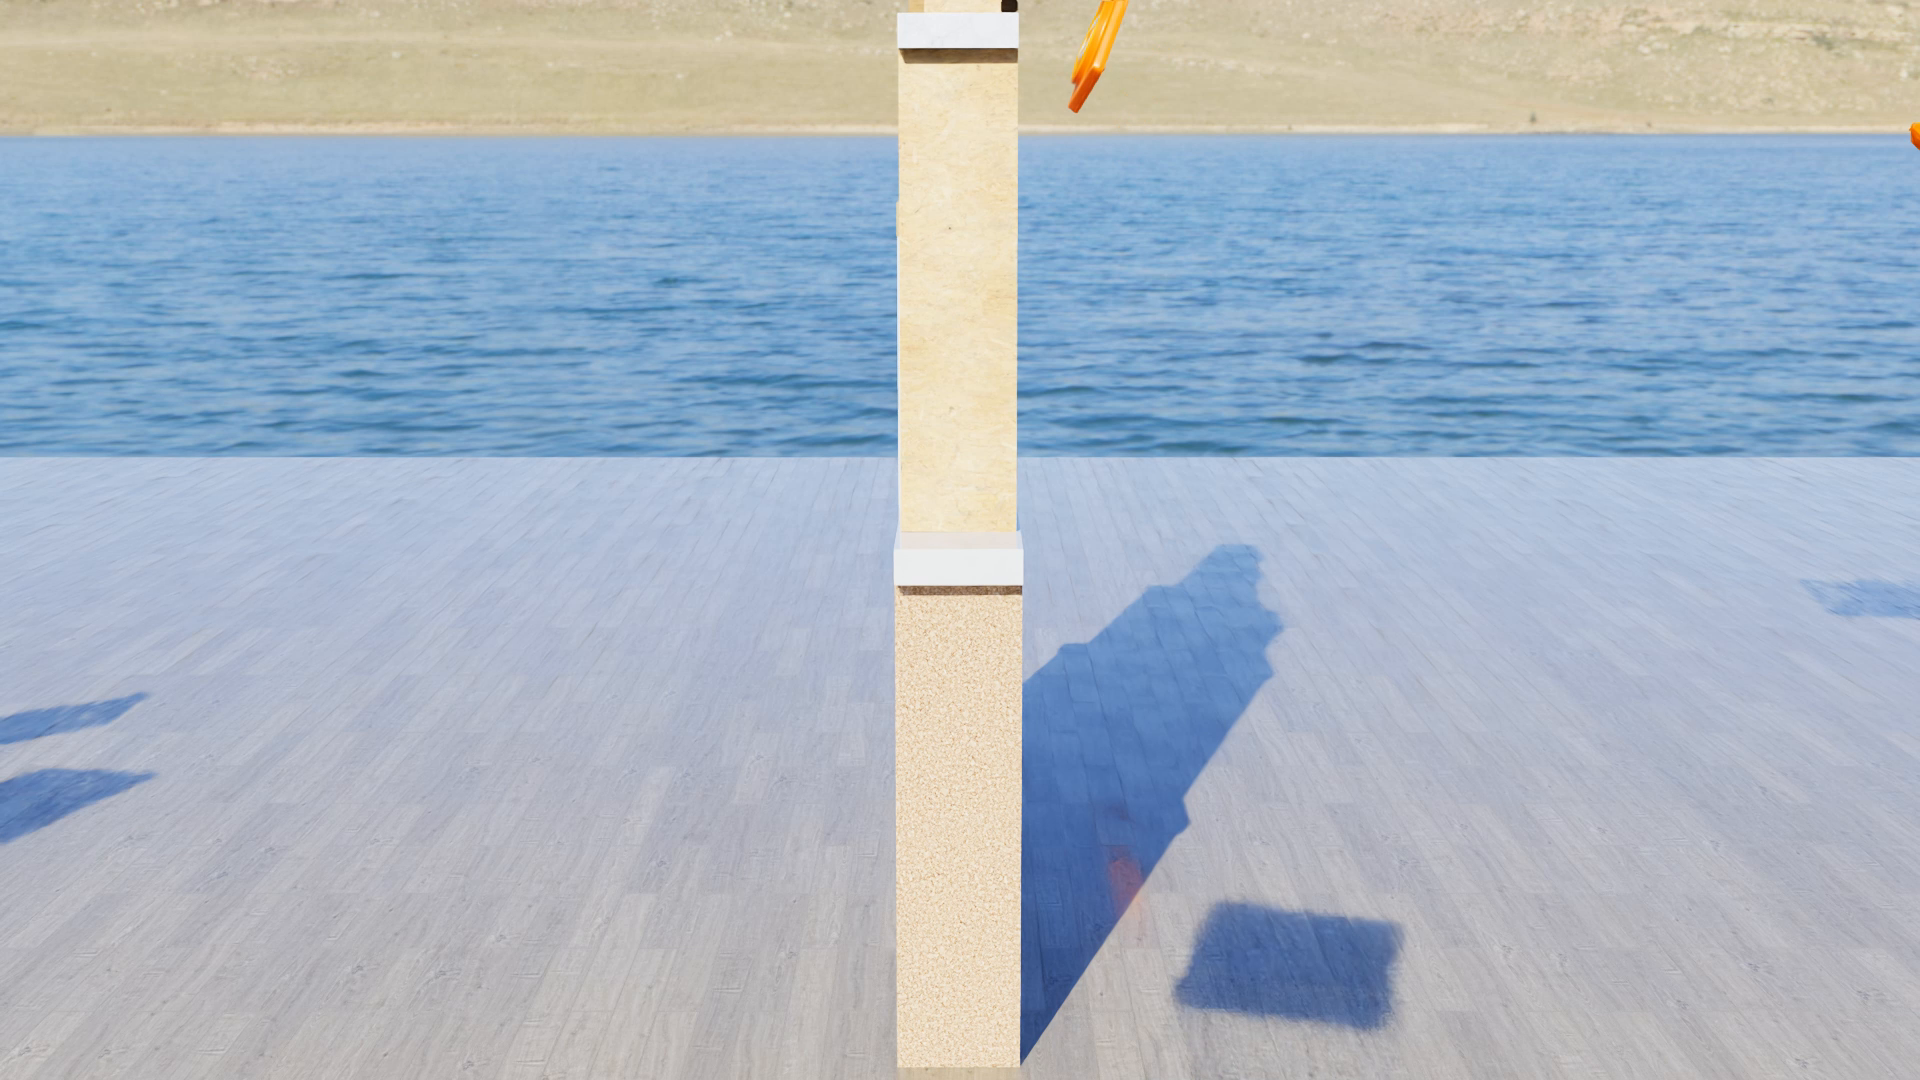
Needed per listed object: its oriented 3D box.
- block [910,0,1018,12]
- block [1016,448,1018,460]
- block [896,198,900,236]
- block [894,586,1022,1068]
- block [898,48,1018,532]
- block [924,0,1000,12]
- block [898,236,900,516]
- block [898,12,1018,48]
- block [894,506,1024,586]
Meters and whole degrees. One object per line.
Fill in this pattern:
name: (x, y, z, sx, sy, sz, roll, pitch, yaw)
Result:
block: (0.006, -0.687, 3.359, 0.163, 0.327, 0.046, 0, 11, 0)
block: (0.004, -0.156, 3.748, 0.177, 0.050, 0.354, 0, 11, 0)
block: (-0.005, -0.502, 3.397, 0.177, 0.050, 0.355, 0, 11, 0)
block: (-0.002, 0.380, 2.950, 0.166, 0.675, 0.047, 0, 10, 0)
block: (-0.002, -0.326, 2.912, 0.154, 0.632, 0.044, 0, 10, 0)
block: (0.003, -0.799, 2.927, 0.103, 0.205, 0.029, 0, 11, 0)
block: (-0.004, -0.216, 3.330, 0.177, 0.488, 0.050, 0, 11, 0)
block: (-0.003, -0.677, 2.952, 0.154, 0.044, 0.309, 0, 11, 0)
block: (-0.002, 0.005, 2.993, 0.166, 0.047, 0.333, 0, 10, 0)
